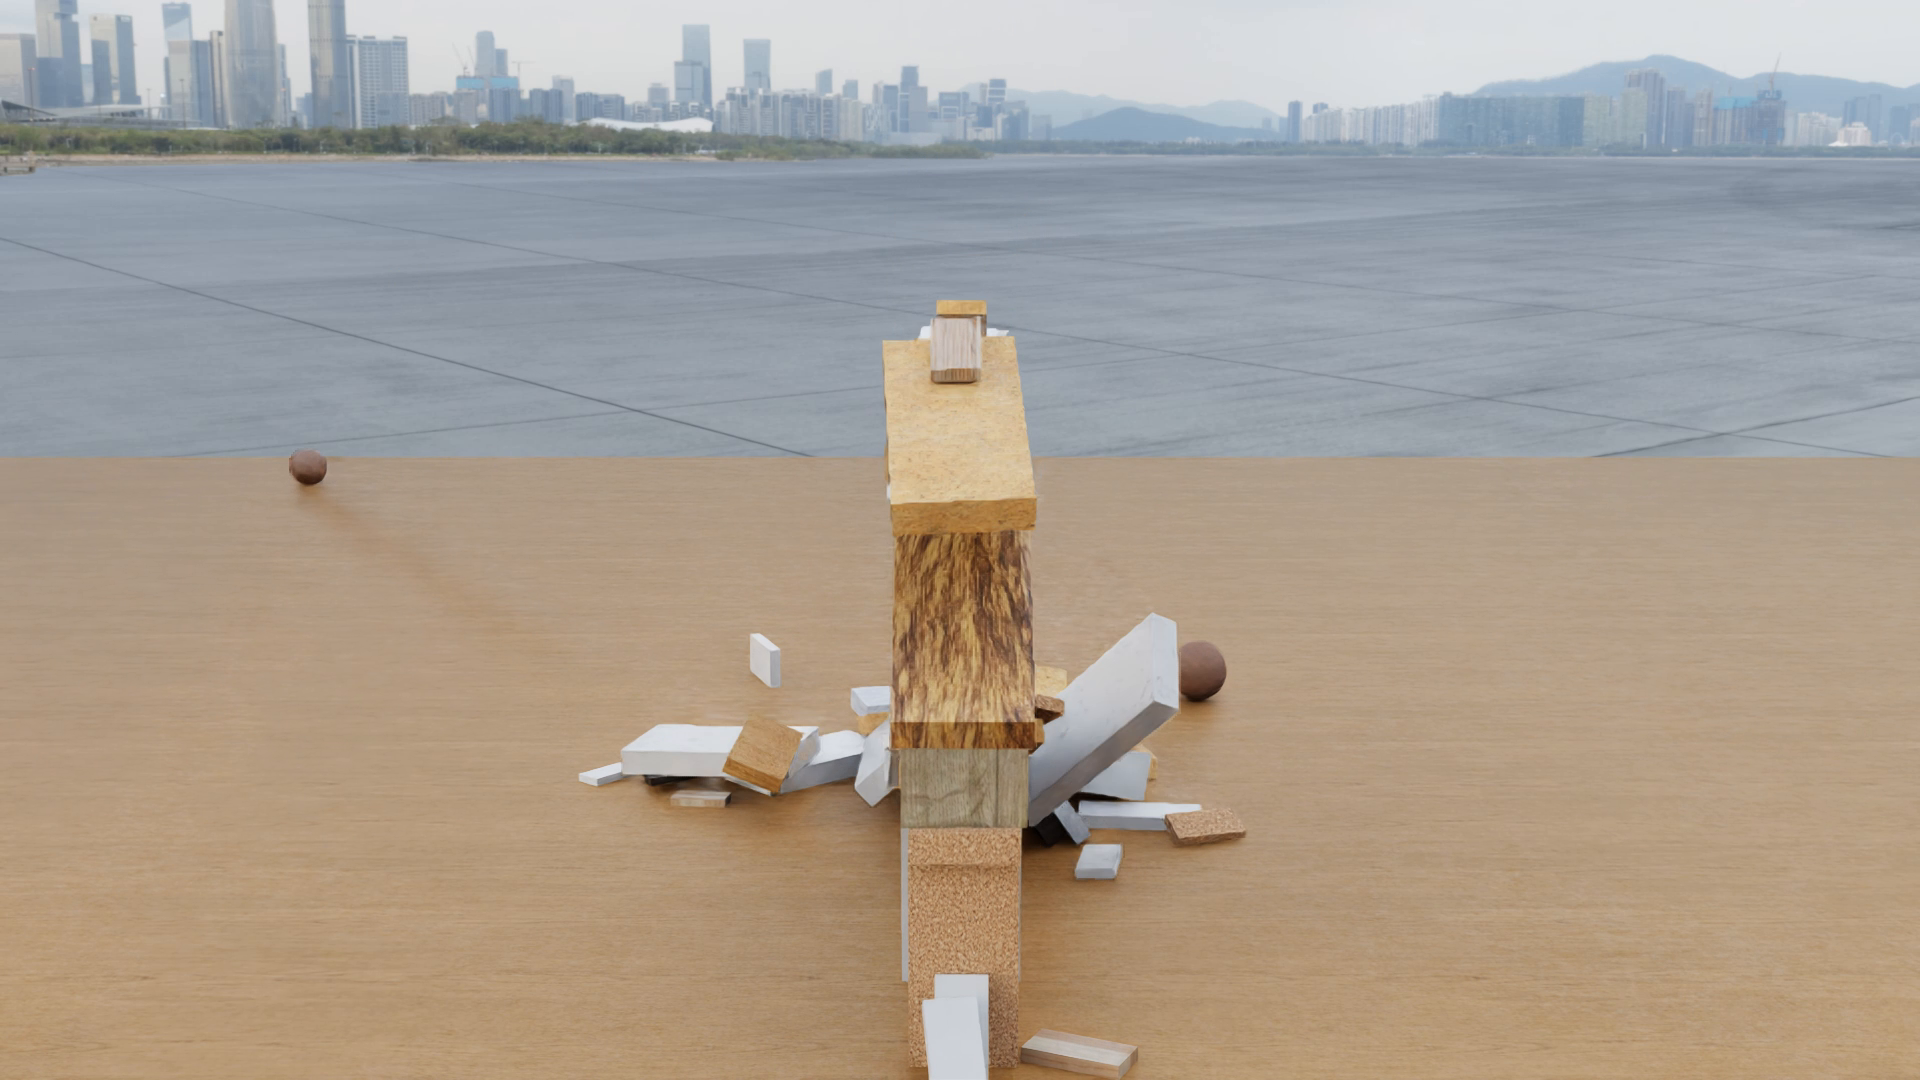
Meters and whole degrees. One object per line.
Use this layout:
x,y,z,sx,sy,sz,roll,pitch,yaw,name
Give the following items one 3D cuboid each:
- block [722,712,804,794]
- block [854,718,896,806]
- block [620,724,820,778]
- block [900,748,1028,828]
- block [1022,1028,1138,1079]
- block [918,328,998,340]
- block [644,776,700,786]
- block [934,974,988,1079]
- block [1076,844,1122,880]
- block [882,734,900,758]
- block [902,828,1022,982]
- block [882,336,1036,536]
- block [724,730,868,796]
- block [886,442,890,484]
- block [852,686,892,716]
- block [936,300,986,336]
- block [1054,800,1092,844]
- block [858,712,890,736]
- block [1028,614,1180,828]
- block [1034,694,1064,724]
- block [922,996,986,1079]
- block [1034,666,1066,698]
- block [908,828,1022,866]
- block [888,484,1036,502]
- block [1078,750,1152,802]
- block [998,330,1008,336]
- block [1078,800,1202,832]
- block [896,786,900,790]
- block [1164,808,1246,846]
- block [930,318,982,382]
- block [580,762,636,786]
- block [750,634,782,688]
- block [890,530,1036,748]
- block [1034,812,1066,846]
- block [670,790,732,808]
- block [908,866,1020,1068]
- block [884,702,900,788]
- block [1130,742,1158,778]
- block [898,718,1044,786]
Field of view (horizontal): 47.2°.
-0.363,0.393,4.069,0.108,0.031,0.217,22,19,-1,block
-0.109,0.383,4.189,0.172,0.049,0.344,-42,7,9,block
-0.463,0.409,4.272,0.344,0.049,0.172,-1,12,17,block
0.005,0.213,2.909,0.168,0.337,0.048,0,12,-2,block
0.164,0.703,3.007,0.143,0.020,0.072,5,12,25,block
-0.005,-0.257,3.021,0.107,0.030,0.214,1,16,2,block
-0.554,0.454,4.252,0.105,0.015,0.053,-9,11,-22,block
0.002,0.653,2.939,0.072,0.143,0.020,0,-8,0,block
0.240,0.555,3.792,0.066,0.019,0.131,-4,10,11,block
-0.058,0.361,3.787,0.084,0.024,0.168,-13,-25,21,block
0.002,0.481,3.277,0.178,0.355,0.050,0,12,0,block
-0.005,-0.133,2.696,0.168,0.048,0.337,-2,39,-2,block
-0.296,0.440,4.357,0.309,0.044,0.154,-9,14,-41,block
-0.005,-0.092,2.891,0.168,0.048,0.337,0,-2,1,block
-0.062,0.342,4.644,0.309,0.044,0.154,-3,11,-15,block
0.002,-0.289,2.881,0.063,0.018,0.126,0,-9,1,block
0.164,0.470,4.010,0.032,0.113,0.226,-36,17,-6,block
-0.058,0.365,4.491,0.279,0.040,0.140,-5,-7,-14,block
0.220,0.309,3.706,0.049,0.172,0.443,21,-41,-23,block
0.089,0.292,3.627,0.084,0.024,0.168,16,-29,-30,block
-0.007,0.674,2.885,0.072,0.143,0.020,-2,-30,-10,block
0.143,0.324,4.208,0.113,0.032,0.242,9,33,-1,block
0.008,0.382,3.043,0.148,0.042,0.297,0,10,1,block
0.002,-0.080,3.602,0.217,0.108,0.031,16,45,-22,block
0.260,0.426,4.079,0.176,0.088,0.025,9,-1,-4,block
0.008,-0.258,3.135,0.107,0.030,0.297,2,16,4,block
0.330,0.508,4.043,0.225,0.025,0.088,1,11,6,block
-0.039,0.451,4.139,0.099,0.028,0.198,4,-10,-24,block
0.441,0.515,3.954,0.131,0.019,0.066,-3,34,-17,block
-0.005,-0.241,2.772,0.063,0.018,0.126,-1,36,0,block
-0.691,0.460,4.326,0.053,0.015,0.105,9,14,39,block
-0.452,0.279,5.102,0.025,0.088,0.176,-4,11,-20,block
0.003,0.094,2.697,0.168,0.048,0.369,0,47,0,block
0.101,0.451,4.029,0.041,0.143,0.286,-36,17,-5,block
-0.491,0.490,4.165,0.105,0.015,0.053,1,11,8,block
0.005,0.567,2.978,0.148,0.297,0.042,0,12,0,block
-0.054,0.319,3.787,0.132,0.037,0.485,-8,-25,-8,block
0.292,0.427,4.440,0.139,0.040,0.279,-2,11,-11,block
0.015,0.359,3.696,0.150,0.043,0.301,8,-25,-18,block
